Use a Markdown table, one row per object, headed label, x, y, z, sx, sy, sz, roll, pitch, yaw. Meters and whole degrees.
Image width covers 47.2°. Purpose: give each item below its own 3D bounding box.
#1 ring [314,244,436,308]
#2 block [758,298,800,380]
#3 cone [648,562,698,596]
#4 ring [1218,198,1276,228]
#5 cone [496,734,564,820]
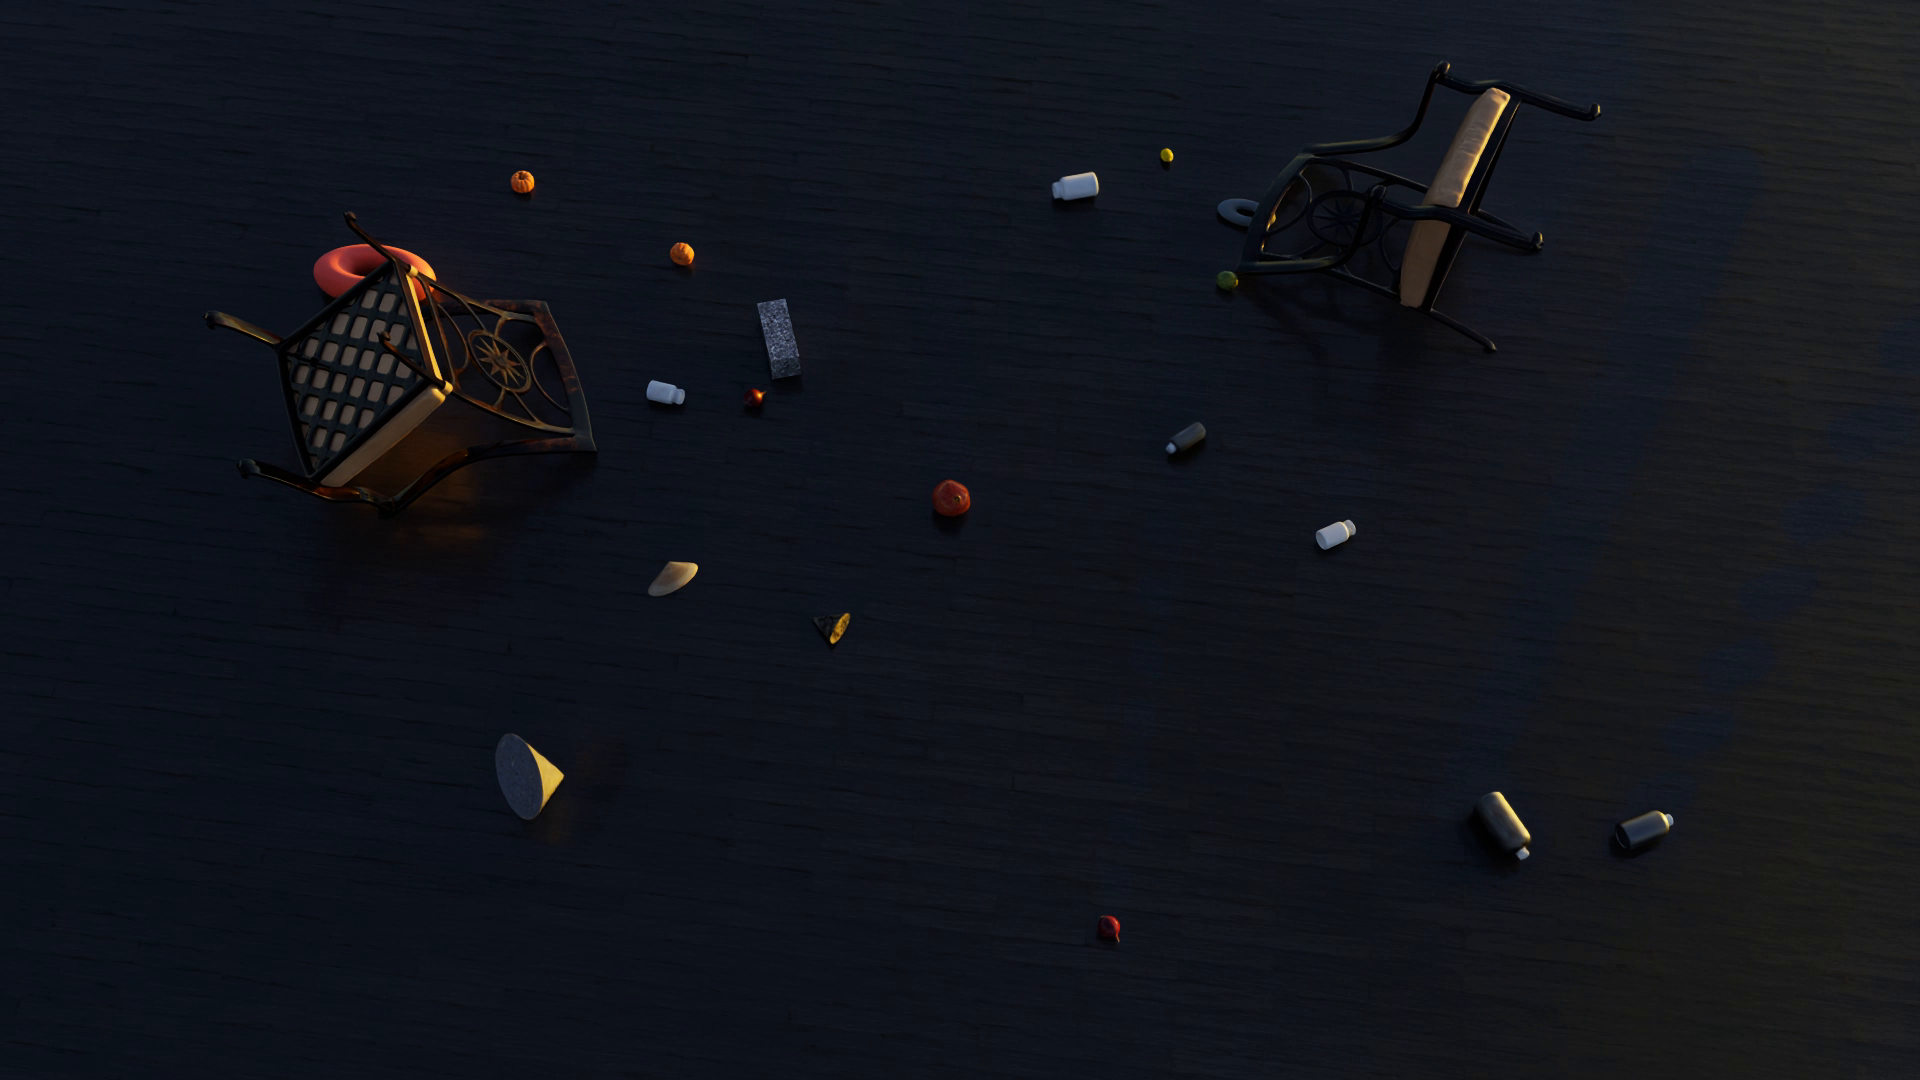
| label | x | y | z | sx | sy | sz | roll | pitch | yaw |
| --- | --- | --- | --- | --- | --- | --- | --- | --- | --- |
| ring | -1.882 | -0.848 | 7.070 | 0.400 | 0.123 | 0.211 | 6 | 54 | 5 |
| block | -0.572 | -0.636 | 6.946 | 0.091 | 0.091 | 0.239 | -11 | 57 | -7 |
| cone | -0.848 | 0.089 | 6.455 | 0.169 | 0.098 | 0.076 | -33 | 62 | -20 |
| ring | 0.948 | -1.082 | 7.280 | 0.196 | 0.033 | 0.106 | 14 | 59 | 7 |
| cone | -1.155 | 0.653 | 6.086 | 0.145 | 0.190 | 0.294 | 4 | 31 | -41 |
